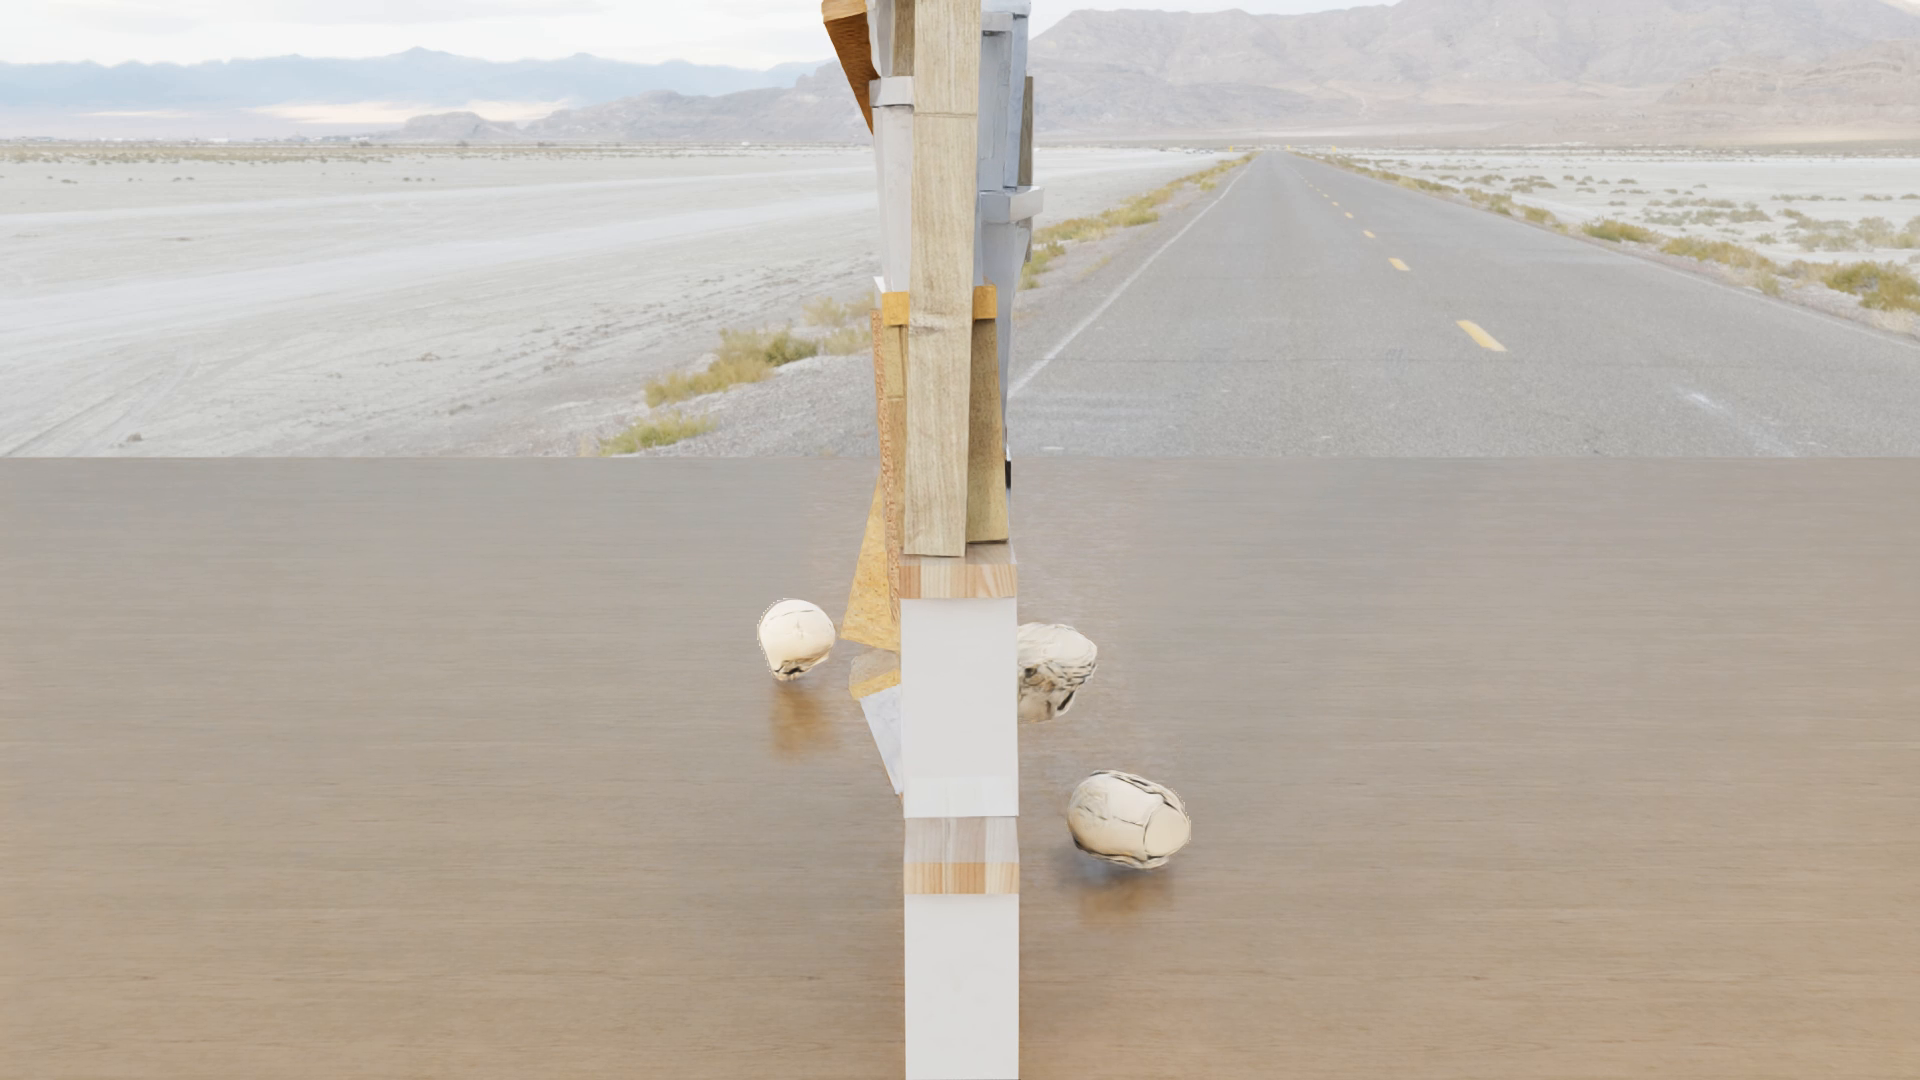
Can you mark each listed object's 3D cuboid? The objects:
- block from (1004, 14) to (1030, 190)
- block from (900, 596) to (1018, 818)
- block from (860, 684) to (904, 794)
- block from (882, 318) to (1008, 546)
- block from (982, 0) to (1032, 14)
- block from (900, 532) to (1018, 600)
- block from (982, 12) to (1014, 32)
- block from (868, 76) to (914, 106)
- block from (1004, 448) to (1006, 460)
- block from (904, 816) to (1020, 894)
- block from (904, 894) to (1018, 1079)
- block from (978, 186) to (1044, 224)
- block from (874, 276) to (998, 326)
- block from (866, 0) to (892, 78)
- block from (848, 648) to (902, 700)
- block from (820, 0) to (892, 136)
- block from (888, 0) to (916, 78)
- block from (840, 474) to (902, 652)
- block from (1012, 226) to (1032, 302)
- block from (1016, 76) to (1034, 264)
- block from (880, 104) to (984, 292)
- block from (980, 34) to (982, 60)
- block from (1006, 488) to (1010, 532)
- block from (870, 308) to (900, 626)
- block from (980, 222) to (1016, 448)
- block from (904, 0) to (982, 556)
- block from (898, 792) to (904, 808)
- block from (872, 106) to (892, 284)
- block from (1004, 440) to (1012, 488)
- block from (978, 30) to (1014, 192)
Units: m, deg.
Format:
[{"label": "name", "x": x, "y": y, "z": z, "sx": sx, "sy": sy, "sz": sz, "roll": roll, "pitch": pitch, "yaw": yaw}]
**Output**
[{"label": "block", "x": 0.041, "y": -0.686, "z": 3.431, "sx": 0.115, "sy": 0.265, "sz": 0.033, "roll": 4, "pitch": 3, "yaw": 4}, {"label": "block", "x": -0.001, "y": 0.219, "z": 2.972, "sx": 0.155, "sy": 0.310, "sz": 0.044, "roll": -1, "pitch": 11, "yaw": -1}, {"label": "block", "x": -0.096, "y": 0.322, "z": 3.643, "sx": 0.089, "sy": 0.177, "sz": 0.025, "roll": -21, "pitch": 12, "yaw": 0}, {"label": "block", "x": -0.020, "y": -0.151, "z": 3.019, "sx": 0.153, "sy": 0.307, "sz": 0.043, "roll": -4, "pitch": 11, "yaw": -2}, {"label": "block", "x": 0.031, "y": -0.853, "z": 3.491, "sx": 0.115, "sy": 0.033, "sz": 0.230, "roll": 1, "pitch": 12, "yaw": -12}, {"label": "block", "x": -0.006, "y": 0.026, "z": 3.042, "sx": 0.155, "sy": 0.044, "sz": 0.310, "roll": -1, "pitch": 11, "yaw": -1}, {"label": "block", "x": 0.009, "y": -0.773, "z": 3.268, "sx": 0.092, "sy": 0.026, "sz": 0.184, "roll": 7, "pitch": 14, "yaw": 16}, {"label": "block", "x": -0.053, "y": -0.607, "z": 2.965, "sx": 0.121, "sy": 0.034, "sz": 0.243, "roll": -5, "pitch": 11, "yaw": -5}, {"label": "block", "x": 0.008, "y": -0.278, "z": 3.722, "sx": 0.141, "sy": 0.283, "sz": 0.040, "roll": 0, "pitch": 11, "yaw": 0}, {"label": "block", "x": 0.002, "y": 0.404, "z": 2.944, "sx": 0.147, "sy": 0.042, "sz": 0.294, "roll": 0, "pitch": 11, "yaw": 0}, {"label": "block", "x": 0.002, "y": 0.587, "z": 2.878, "sx": 0.147, "sy": 0.294, "sz": 0.042, "roll": 0, "pitch": 11, "yaw": 0}, {"label": "block", "x": 0.035, "y": -0.528, "z": 3.433, "sx": 0.143, "sy": 0.041, "sz": 0.286, "roll": 6, "pitch": 13, "yaw": 11}, {"label": "block", "x": -0.038, "y": -0.342, "z": 3.088, "sx": 0.153, "sy": 0.043, "sz": 0.307, "roll": -4, "pitch": 11, "yaw": -4}, {"label": "block", "x": -0.067, "y": -0.715, "z": 2.878, "sx": 0.111, "sy": 0.221, "sz": 0.031, "roll": -22, "pitch": 55, "yaw": -13}, {"label": "block", "x": -0.138, "y": 0.218, "z": 3.684, "sx": 0.089, "sy": 0.025, "sz": 0.177, "roll": -20, "pitch": 12, "yaw": 4}, {"label": "block", "x": -0.102, "y": -0.662, "z": 3.075, "sx": 0.111, "sy": 0.031, "sz": 0.333, "roll": -12, "pitch": -20, "yaw": 6}, {"label": "block", "x": -0.047, "y": -0.679, "z": 2.847, "sx": 0.082, "sy": 0.164, "sz": 0.023, "roll": -6, "pitch": 43, "yaw": -12}, {"label": "block", "x": -0.099, "y": -0.019, "z": 3.666, "sx": 0.113, "sy": 0.406, "sz": 0.032, "roll": 13, "pitch": 10, "yaw": -2}, {"label": "block", "x": 0.009, "y": -0.378, "z": 3.558, "sx": 0.143, "sy": 0.286, "sz": 0.041, "roll": 14, "pitch": 7, "yaw": -3}, {"label": "block", "x": 0.047, "y": -0.640, "z": 3.809, "sx": 0.158, "sy": 0.317, "sz": 0.045, "roll": 1, "pitch": 8, "yaw": 6}, {"label": "block", "x": -0.037, "y": -0.457, "z": 2.922, "sx": 0.121, "sy": 0.243, "sz": 0.034, "roll": -4, "pitch": 14, "yaw": -4}, {"label": "block", "x": -0.019, "y": -0.659, "z": 3.239, "sx": 0.092, "sy": 0.185, "sz": 0.026, "roll": 5, "pitch": 13, "yaw": 5}, {"label": "block", "x": 0.000, "y": 0.070, "z": 3.820, "sx": 0.170, "sy": 0.340, "sz": 0.048, "roll": 0, "pitch": 10, "yaw": 0}, {"label": "block", "x": -0.039, "y": -0.112, "z": 3.242, "sx": 0.153, "sy": 0.465, "sz": 0.043, "roll": -5, "pitch": 10, "yaw": -7}, {"label": "block", "x": 0.005, "y": -0.312, "z": 3.363, "sx": 0.143, "sy": 0.352, "sz": 0.041, "roll": 3, "pitch": 9, "yaw": 3}, {"label": "block", "x": -0.023, "y": -0.365, "z": 2.854, "sx": 0.082, "sy": 0.792, "sz": 0.023, "roll": 3, "pitch": 15, "yaw": 4}, {"label": "block", "x": -0.065, "y": 0.404, "z": 3.715, "sx": 0.081, "sy": 0.023, "sz": 0.161, "roll": -21, "pitch": 12, "yaw": 1}, {"label": "block", "x": -0.055, "y": -0.487, "z": 3.080, "sx": 0.122, "sy": 0.243, "sz": 0.034, "roll": -4, "pitch": 15, "yaw": -4}, {"label": "block", "x": 0.000, "y": -0.142, "z": 3.896, "sx": 0.170, "sy": 0.048, "sz": 0.340, "roll": 0, "pitch": 10, "yaw": 0}, {"label": "block", "x": 0.028, "y": -0.654, "z": 3.348, "sx": 0.092, "sy": 0.239, "sz": 0.026, "roll": 5, "pitch": 11, "yaw": 7}]
